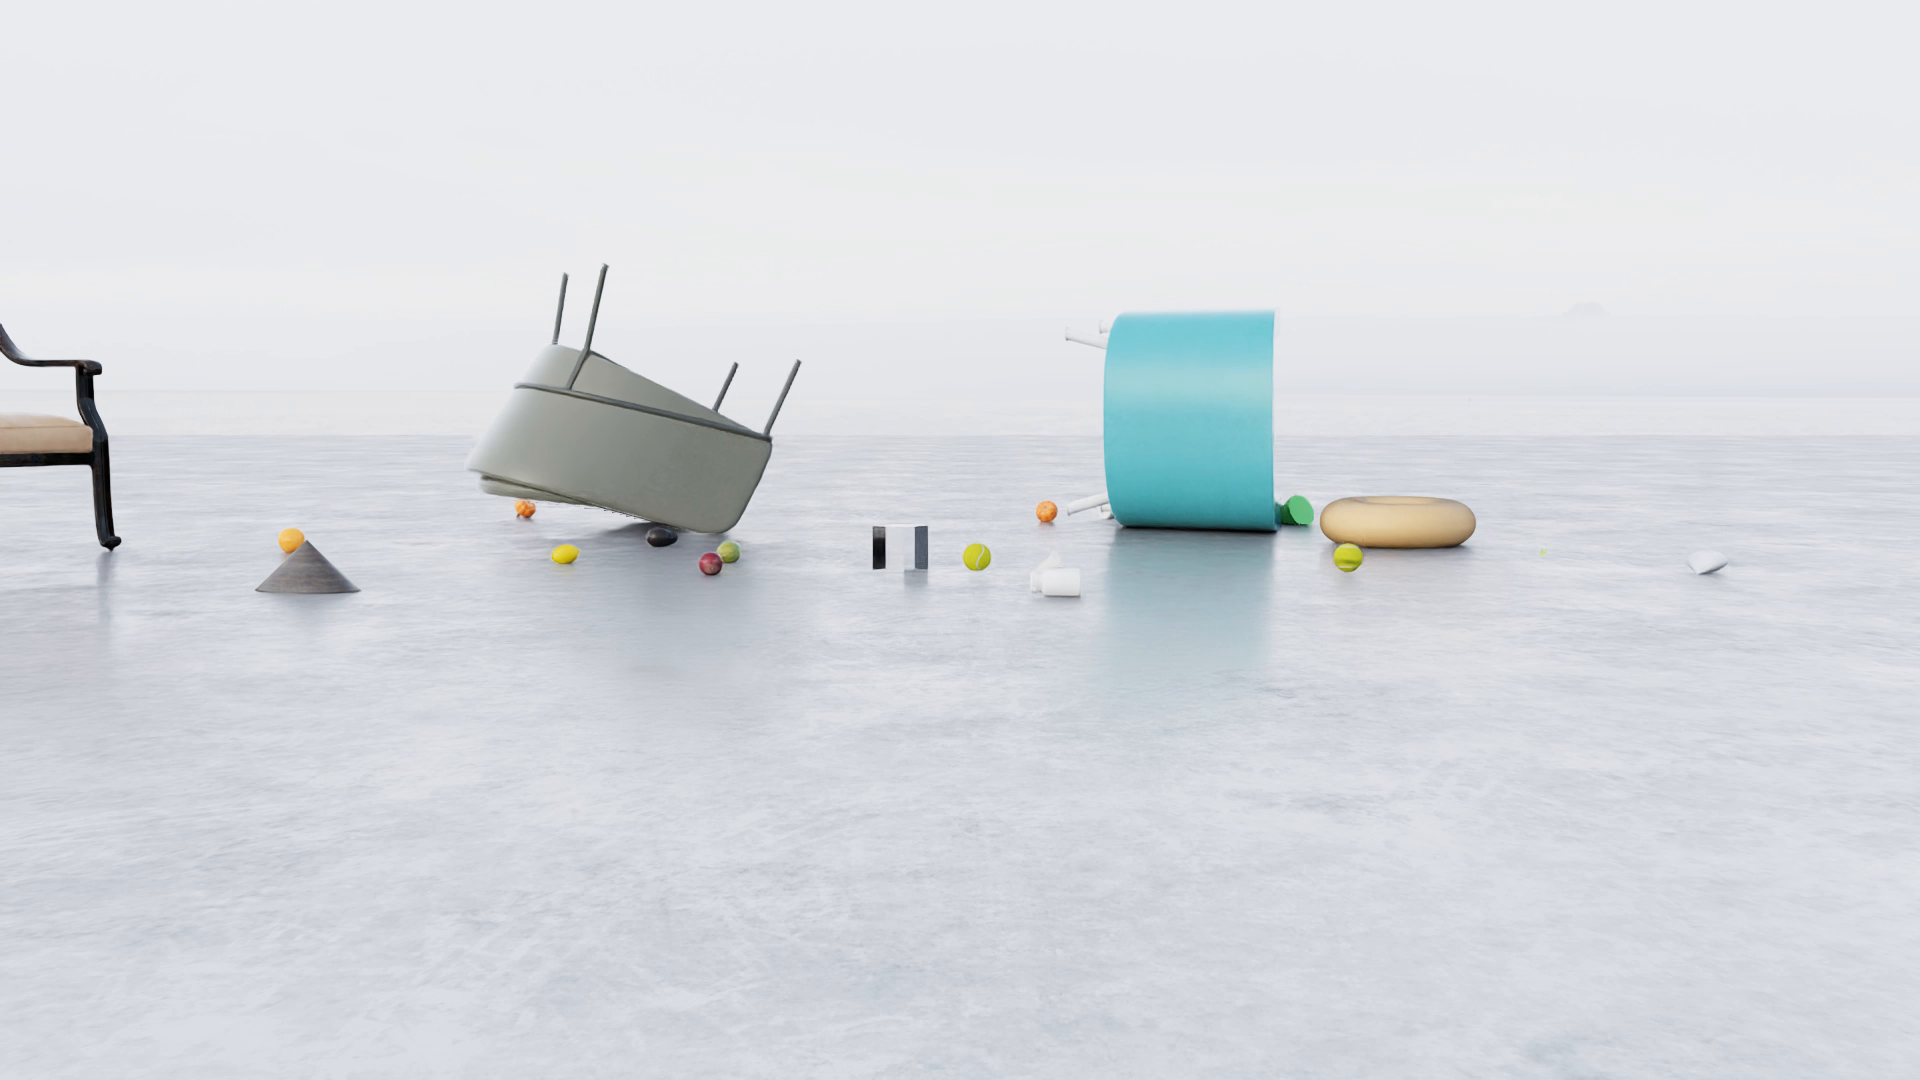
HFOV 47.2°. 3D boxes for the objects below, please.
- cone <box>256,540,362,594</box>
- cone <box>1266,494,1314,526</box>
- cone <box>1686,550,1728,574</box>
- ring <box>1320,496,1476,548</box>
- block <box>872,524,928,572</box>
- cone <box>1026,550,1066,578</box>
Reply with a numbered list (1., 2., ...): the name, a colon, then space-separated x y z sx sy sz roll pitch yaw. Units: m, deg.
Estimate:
1. cone: -1.455 0.056 4.902 0.258 0.114 0.164 1 4 20
2. cone: 1.077 -0.079 7.327 0.112 0.098 0.181 41 -32 -18
3. cone: 1.808 0.068 5.357 0.107 0.058 0.065 -7 23 44
4. ring: 1.269 -0.053 6.379 0.443 0.129 0.514 3 6 25
5. block: -0.148 0.019 5.465 0.097 0.110 0.101 3 5 35
6. cone: 0.197 0.073 5.243 0.087 0.072 0.107 -23 3 -2
